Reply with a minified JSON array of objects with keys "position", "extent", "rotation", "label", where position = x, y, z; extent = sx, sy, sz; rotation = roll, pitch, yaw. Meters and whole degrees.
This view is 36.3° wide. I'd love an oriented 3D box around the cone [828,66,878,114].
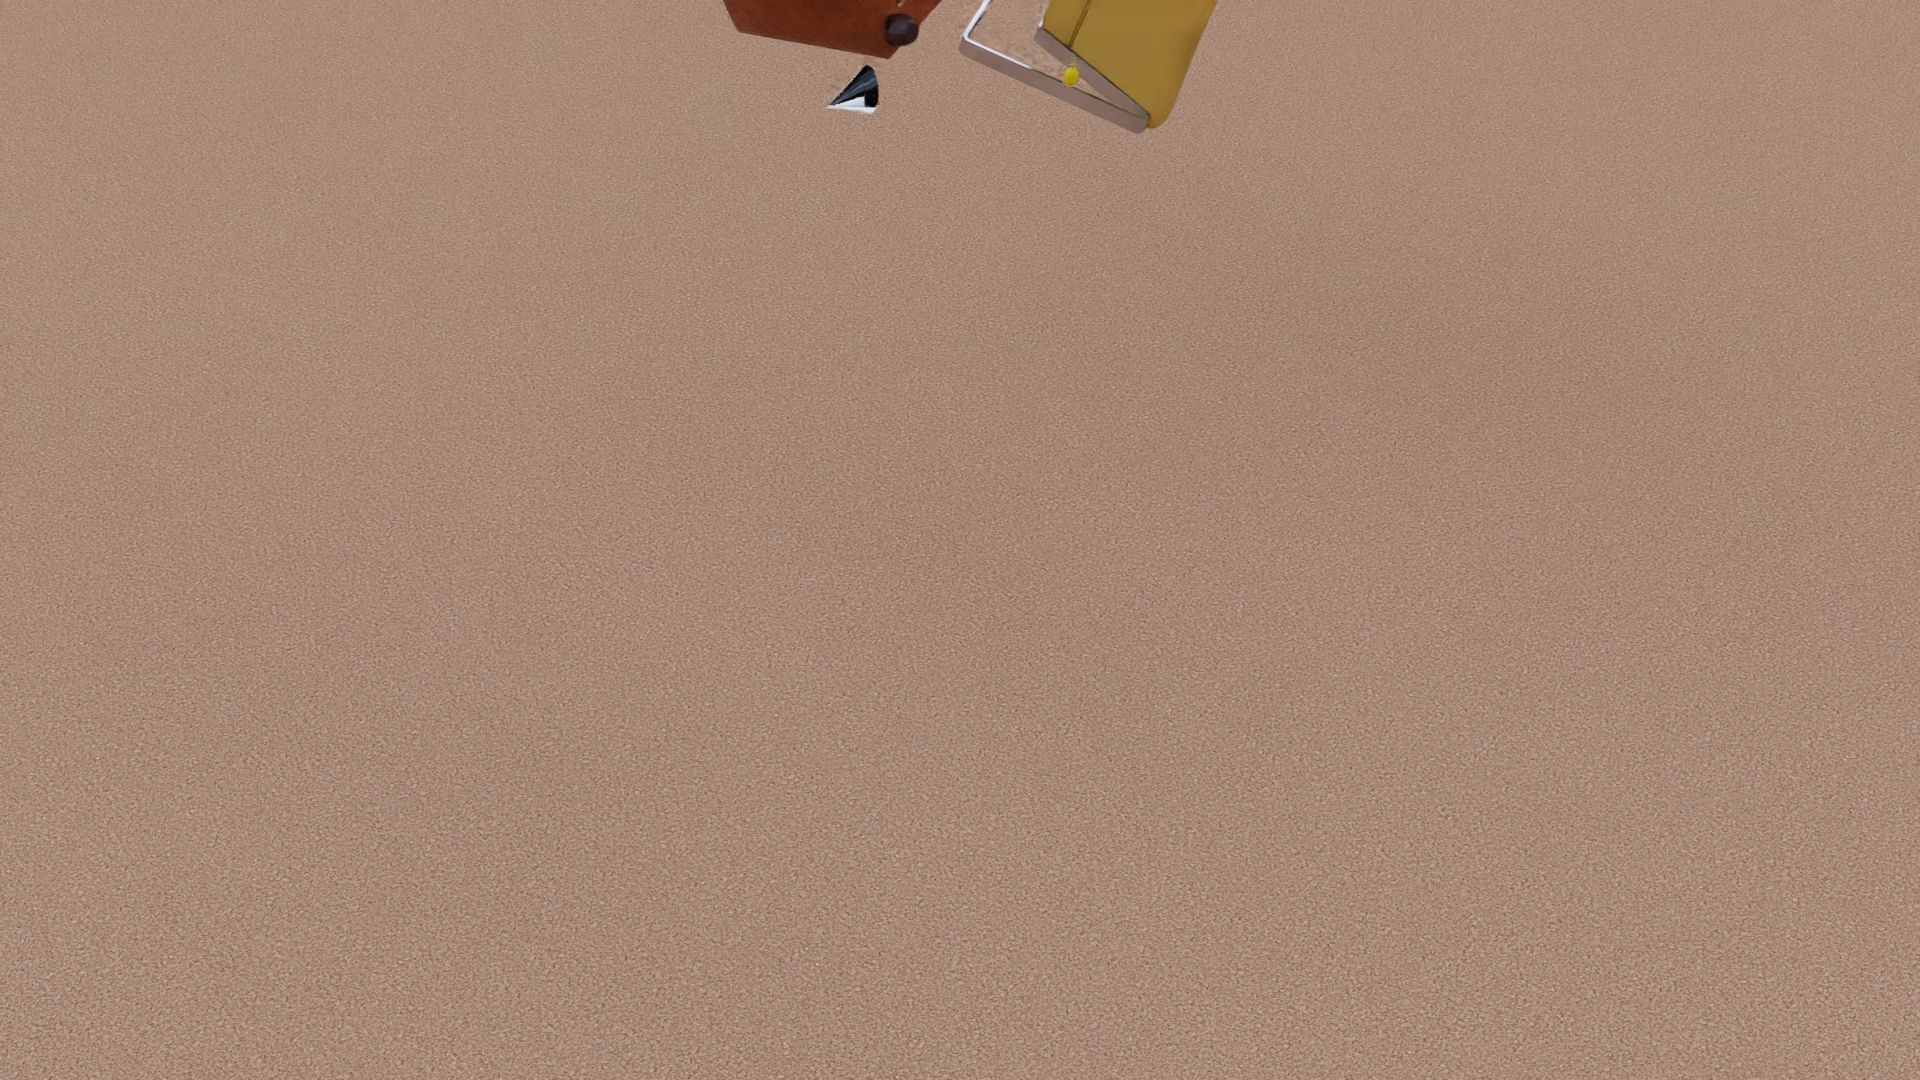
[{"position":[-0.366,-1.448,9.613],"extent":[0.092,0.174,0.191],"rotation":[27,41,33],"label":"cone"}]
